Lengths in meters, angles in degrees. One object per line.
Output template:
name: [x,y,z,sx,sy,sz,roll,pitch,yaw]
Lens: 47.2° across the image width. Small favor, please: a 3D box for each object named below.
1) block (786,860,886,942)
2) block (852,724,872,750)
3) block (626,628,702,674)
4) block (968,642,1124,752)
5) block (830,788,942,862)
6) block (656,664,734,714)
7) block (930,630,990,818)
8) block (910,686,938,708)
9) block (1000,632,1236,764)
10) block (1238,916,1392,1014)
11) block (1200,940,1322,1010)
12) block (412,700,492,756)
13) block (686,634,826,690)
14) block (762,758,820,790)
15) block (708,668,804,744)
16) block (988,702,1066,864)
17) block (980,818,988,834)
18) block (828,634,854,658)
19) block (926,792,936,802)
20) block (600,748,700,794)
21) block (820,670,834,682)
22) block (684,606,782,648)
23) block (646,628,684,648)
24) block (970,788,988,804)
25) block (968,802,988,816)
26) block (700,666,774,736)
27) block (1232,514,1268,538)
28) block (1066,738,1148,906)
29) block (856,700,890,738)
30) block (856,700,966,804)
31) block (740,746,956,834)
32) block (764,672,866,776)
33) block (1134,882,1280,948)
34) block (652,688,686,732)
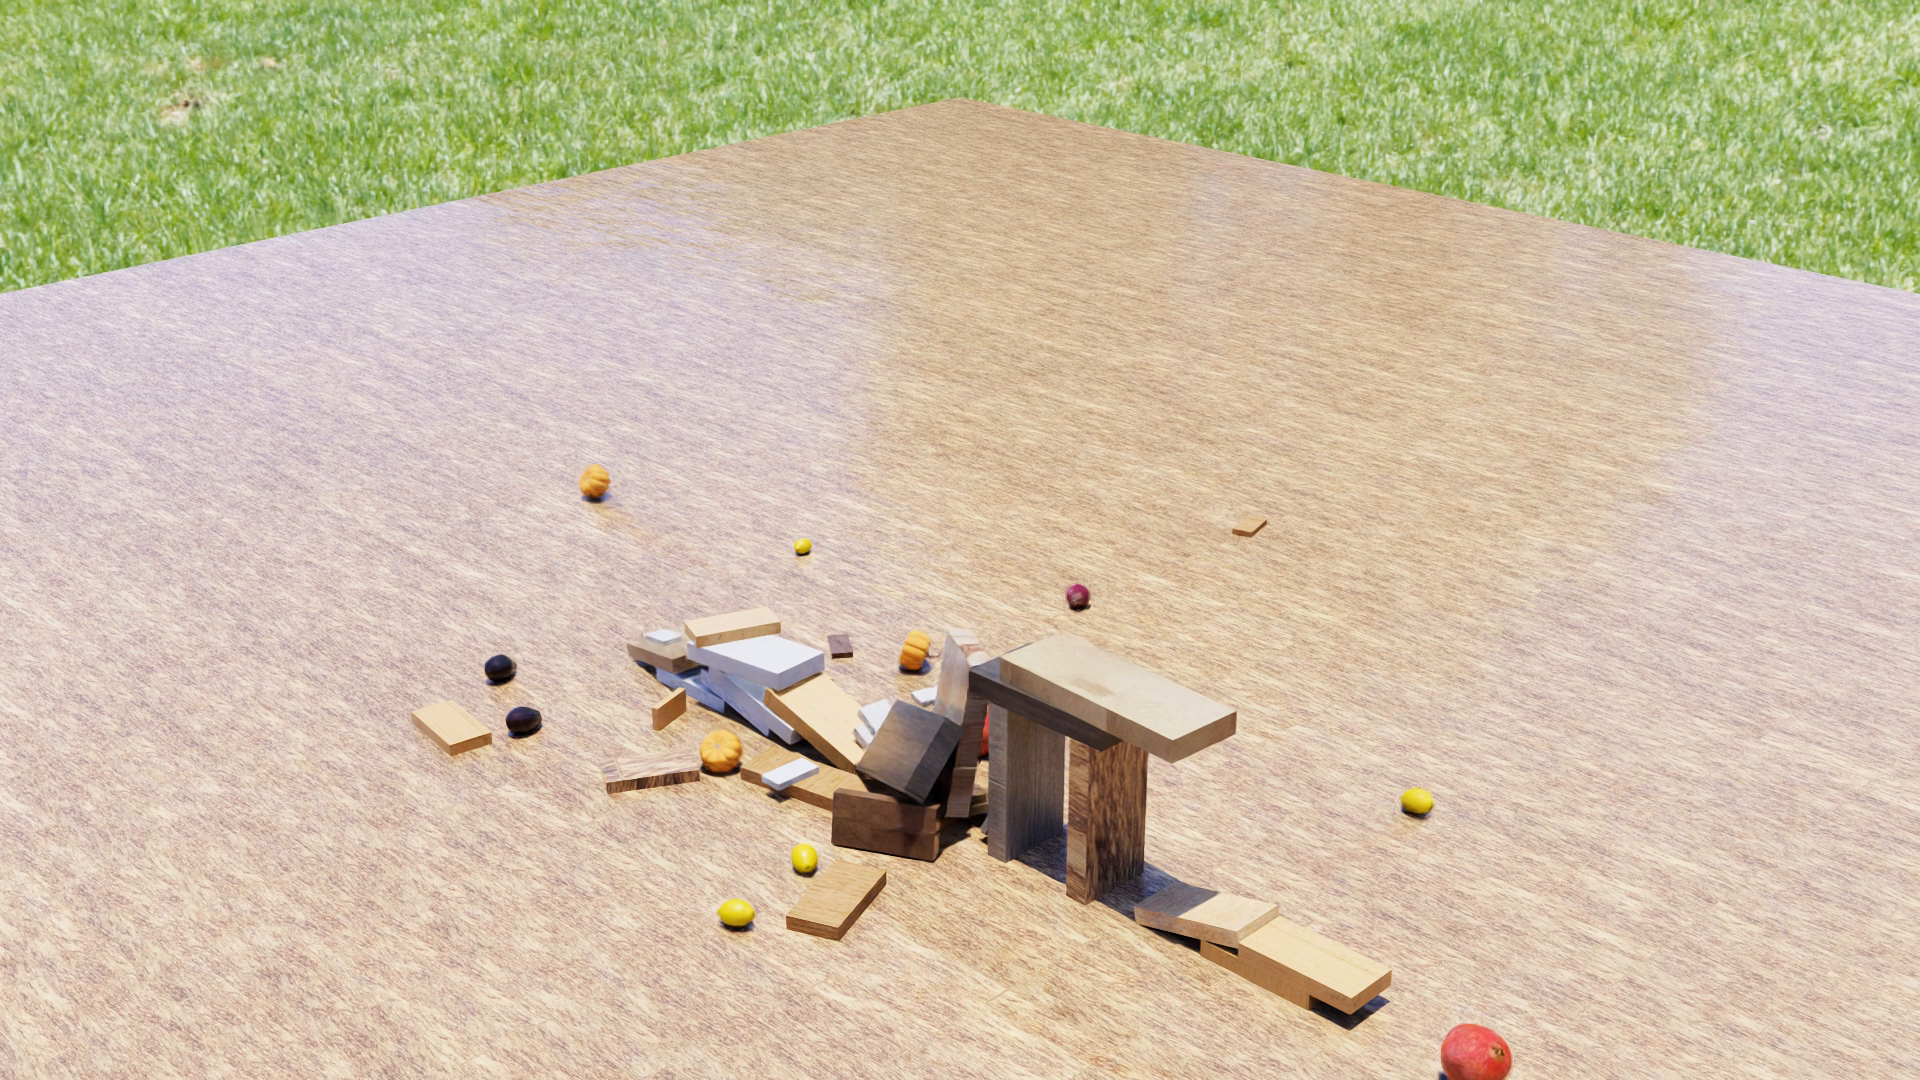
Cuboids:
block: [-0.231,0.675,4.130,0.107,0.030,0.213,9,25,21]
block: [-0.157,0.440,4.605,0.071,0.020,0.141,-21,63,-41]
block: [-0.657,0.254,5.038,0.120,0.034,0.240,-18,16,-30]
block: [0.196,0.293,4.143,0.338,0.048,0.169,21,31,40]
block: [-0.146,0.556,4.308,0.213,0.107,0.030,7,14,17]
block: [-0.563,0.319,4.965,0.240,0.034,0.120,21,31,40]
block: [-0.005,0.366,4.392,0.047,0.334,0.167,2,22,-19]
block: [-0.049,0.347,4.923,0.109,0.015,0.054,-12,26,-25]
block: [0.285,0.284,4.041,0.167,0.047,0.444,-19,30,-38]
block: [0.623,0.746,3.870,0.242,0.034,0.121,21,31,40]
block: [0.563,0.754,3.939,0.121,0.034,0.242,-21,31,-41]
block: [-1.103,0.406,4.768,0.097,0.027,0.193,-17,28,-34]
block: [-0.447,0.252,4.804,0.283,0.040,0.142,15,27,38]
block: [-0.349,0.482,4.528,0.108,0.015,0.054,-21,31,-40]
block: [-0.405,0.335,4.801,0.142,0.040,0.283,-21,43,-40]
block: [0.130,0.443,4.283,0.048,0.338,0.169,21,31,40]
block: [0.084,0.536,4.362,0.056,0.113,0.016,-22,61,-42]
block: [-0.281,0.249,5.155,0.050,0.014,0.100,-4,23,-9]
block: [-0.075,0.496,4.531,0.071,0.020,0.141,-16,37,-39]
block: [-0.648,0.482,4.590,0.194,0.027,0.097,-7,24,-15]
block: [-0.341,0.325,4.977,0.100,0.014,0.050,-18,29,-36]
block: [-0.503,0.193,4.871,0.193,0.027,0.097,-10,22,-20]
block: [-0.681,0.226,5.065,0.050,0.014,0.100,-17,16,-29]
block: [0.037,0.519,4.451,0.056,0.016,0.113,-21,2,-41]
block: [0.047,0.534,4.412,0.056,0.016,0.112,-22,1,-42]
block: [-0.451,0.339,4.852,0.120,0.034,0.240,-20,43,-40]
block: [0.768,-0.037,5.827,0.054,0.015,0.109,12,26,27]
block: [0.278,0.502,4.143,0.048,0.338,0.169,22,31,41]
block: [-0.148,0.403,4.615,0.071,0.020,0.141,-19,62,-40]
block: [-0.103,0.420,4.406,0.047,0.167,0.334,33,-8,-17]
block: [-0.232,0.520,4.497,0.471,0.030,0.107,15,27,31]
block: [-0.271,0.387,4.686,0.283,0.040,0.142,37,41,28]
block: [0.451,0.686,4.032,0.121,0.034,0.242,-22,18,-41]
block: [-0.637,0.371,4.818,0.015,0.054,0.109,11,25,25]
